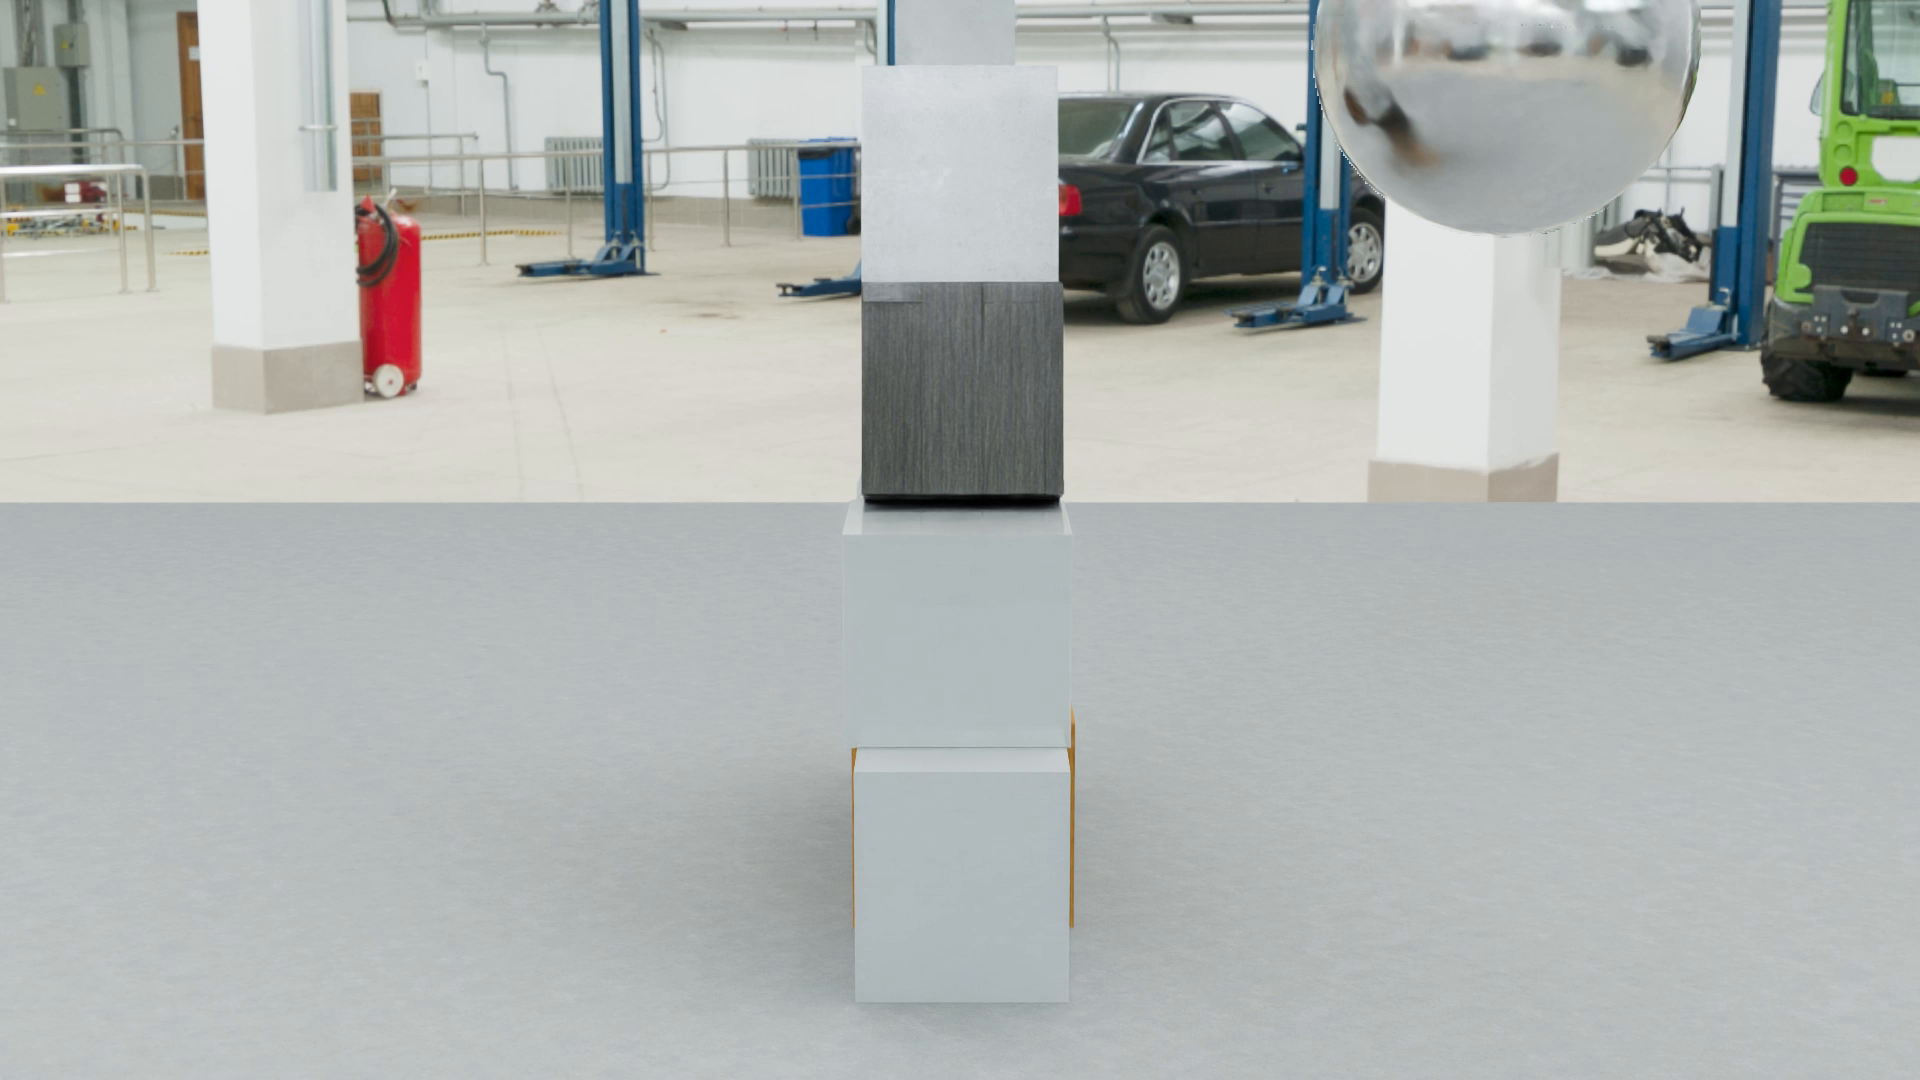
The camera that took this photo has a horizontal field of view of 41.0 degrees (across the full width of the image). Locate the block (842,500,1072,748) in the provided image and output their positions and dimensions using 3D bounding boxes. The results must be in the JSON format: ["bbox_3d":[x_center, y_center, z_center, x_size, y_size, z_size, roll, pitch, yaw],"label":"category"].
[{"bbox_3d":[-0.011,0.322,10.335,0.885,0.846,0.821,0,10,0],"label":"block"}]

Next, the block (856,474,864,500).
[{"bbox_3d":[-0.010,0.095,12.090,0.909,0.805,0.931,0,6,0],"label":"block"}]

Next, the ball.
[{"bbox_3d":[2.295,-2.087,10.801,1.600,1.600,1.600,0,10,0],"label":"ball"}]

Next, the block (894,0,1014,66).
[{"bbox_3d":[-0.023,-2.187,11.251,0.515,0.560,0.467,0,-3,0],"label":"block"}]

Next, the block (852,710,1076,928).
[{"bbox_3d":[0.014,1.099,11.071,0.919,0.877,0.942,0,10,0],"label":"block"}]

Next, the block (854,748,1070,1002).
[{"bbox_3d":[0.008,1.245,10.169,0.817,0.911,0.864,0,10,0],"label":"block"}]

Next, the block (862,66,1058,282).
[{"bbox_3d":[-0.001,-1.472,10.897,0.806,0.905,0.782,0,-3,0],"label":"block"}]

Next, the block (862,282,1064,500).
[{"bbox_3d":[0.009,-0.593,10.789,0.816,0.863,0.836,0,-3,0],"label":"block"}]
